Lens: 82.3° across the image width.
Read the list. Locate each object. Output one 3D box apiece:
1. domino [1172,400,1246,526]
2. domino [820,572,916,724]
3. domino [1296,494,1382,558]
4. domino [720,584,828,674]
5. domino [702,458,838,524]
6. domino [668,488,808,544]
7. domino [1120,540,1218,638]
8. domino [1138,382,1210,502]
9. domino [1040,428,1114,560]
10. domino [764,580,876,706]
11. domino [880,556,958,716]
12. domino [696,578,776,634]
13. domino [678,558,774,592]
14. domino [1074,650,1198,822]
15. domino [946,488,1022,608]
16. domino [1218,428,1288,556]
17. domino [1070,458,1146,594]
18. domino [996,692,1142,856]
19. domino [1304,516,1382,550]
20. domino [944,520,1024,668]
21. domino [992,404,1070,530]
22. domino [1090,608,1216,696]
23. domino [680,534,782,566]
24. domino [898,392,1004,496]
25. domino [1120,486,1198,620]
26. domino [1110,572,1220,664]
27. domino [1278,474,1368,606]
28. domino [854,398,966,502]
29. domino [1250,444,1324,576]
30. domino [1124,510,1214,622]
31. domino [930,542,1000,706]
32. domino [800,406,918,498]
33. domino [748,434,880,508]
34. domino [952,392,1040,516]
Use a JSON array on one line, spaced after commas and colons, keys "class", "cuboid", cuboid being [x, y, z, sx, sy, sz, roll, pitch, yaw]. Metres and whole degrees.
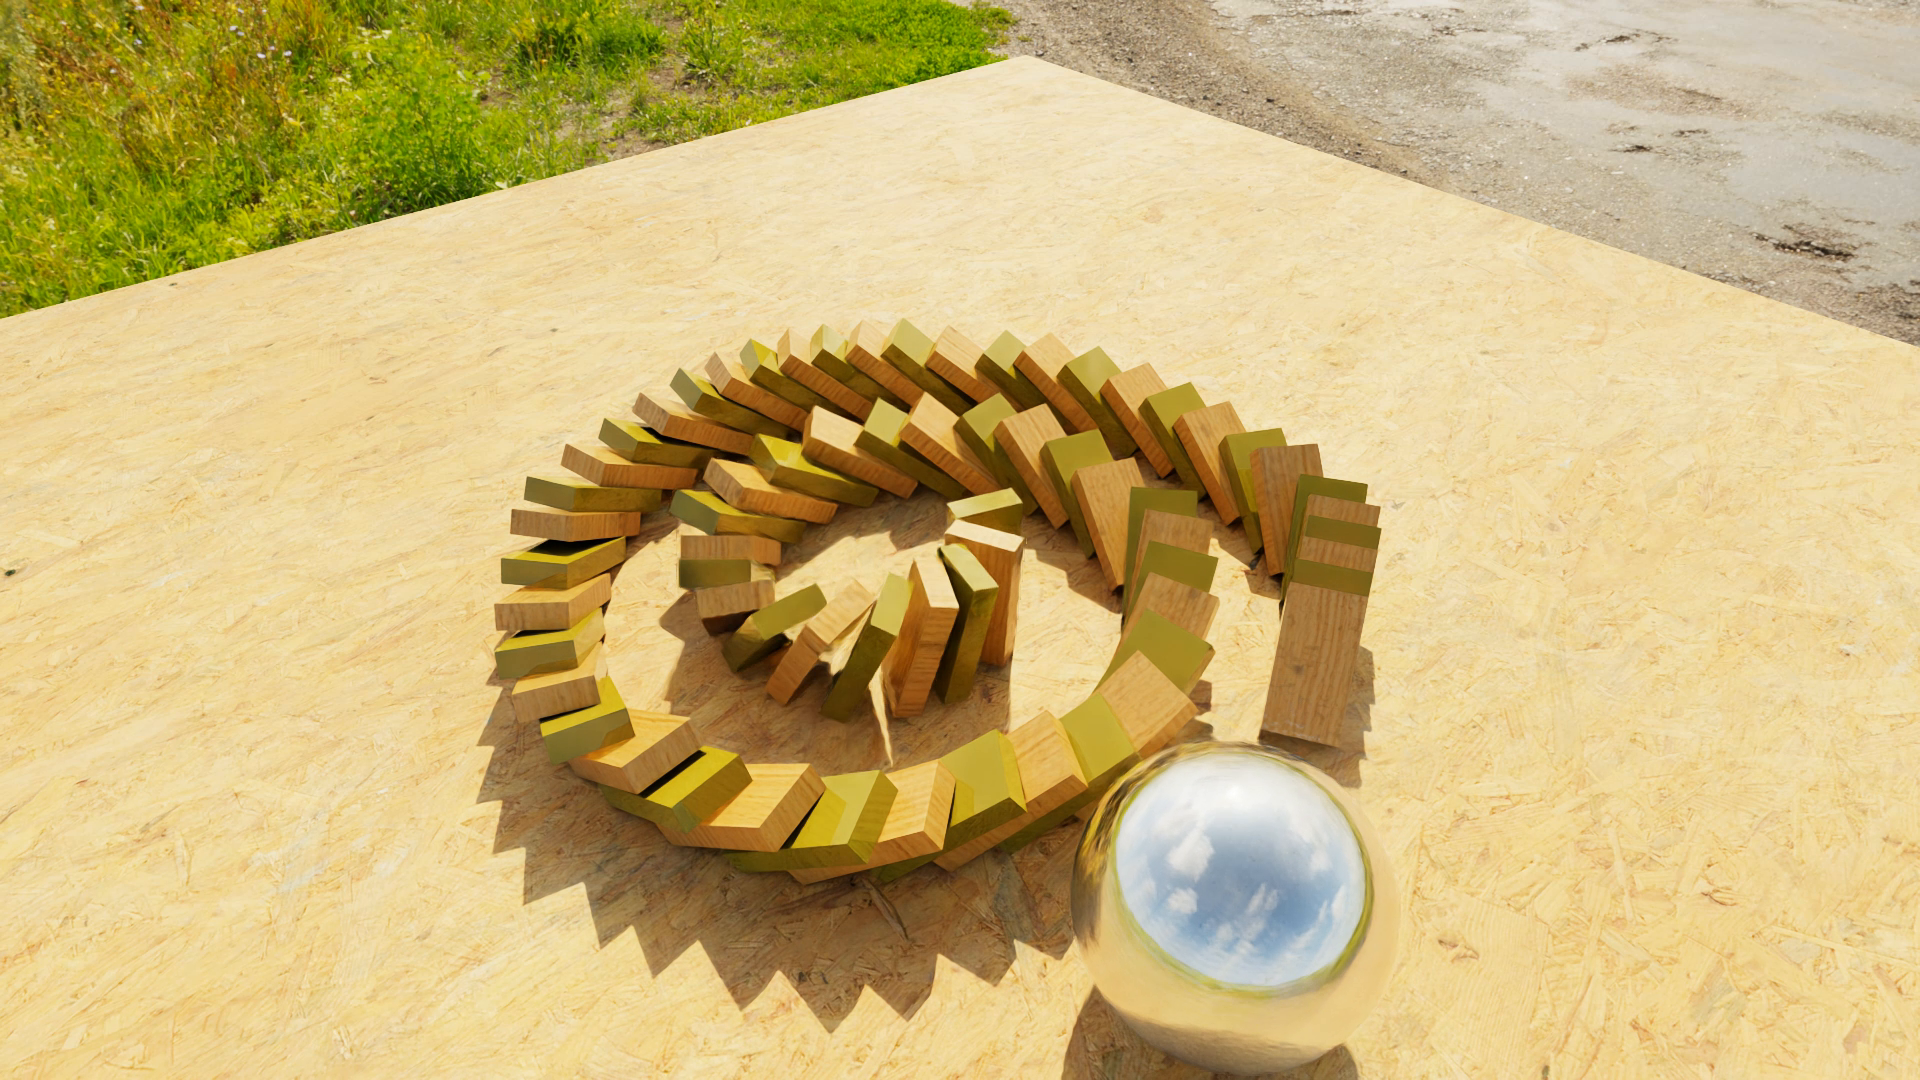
[{"class": "domino", "cuboid": [0.113, -0.033, 0.465, 0.025, 0.009, 0.050, -17, 72, -21]}, {"class": "domino", "cuboid": [-0.031, 0.037, 0.367, 0.010, 0.050, 0.025, 25, 41, -7]}, {"class": "domino", "cuboid": [0.136, 0.010, 0.404, 0.025, 0.050, 0.009, 11, -2, 14]}, {"class": "domino", "cuboid": [-0.064, 0.031, 0.377, 0.025, 0.050, 0.010, -27, 84, -29]}, {"class": "domino", "cuboid": [-0.076, -0.019, 0.446, 0.050, 0.010, 0.025, 10, 22, -49]}, {"class": "domino", "cuboid": [-0.086, -0.009, 0.433, 0.025, 0.009, 0.050, 27, 11, 30]}, {"class": "domino", "cuboid": [0.072, 0.028, 0.388, 0.025, 0.010, 0.050, 15, 77, 15]}, {"class": "domino", "cuboid": [0.102, -0.043, 0.478, 0.025, 0.009, 0.050, -21, 72, -24]}, {"class": "domino", "cuboid": [0.054, -0.019, 0.448, 0.025, 0.010, 0.050, -16, 72, -21]}, {"class": "domino", "cuboid": [-0.048, 0.035, 0.370, 0.009, 0.050, 0.025, 43, 50, 4]}, {"class": "domino", "cuboid": [-0.014, 0.033, 0.370, 0.009, 0.050, 0.025, 4, 37, -21]}, {"class": "domino", "cuboid": [-0.078, 0.024, 0.387, 0.025, 0.050, 0.010, -9, 81, -11]}, {"class": "domino", "cuboid": [-0.084, 0.014, 0.400, 0.025, 0.050, 0.009, -1, 83, -1]}, {"class": "domino", "cuboid": [0.048, 0.062, 0.347, 0.050, 0.010, 0.025, -44, 51, 0]}, {"class": "domino", "cuboid": [0.009, 0.007, 0.403, 0.025, 0.050, 0.009, -14, 40, -18]}, {"class": "domino", "cuboid": [0.126, -0.020, 0.450, 0.025, 0.009, 0.050, -9, 69, -10]}, {"class": "domino", "cuboid": [0.064, -0.006, 0.433, 0.025, 0.009, 0.050, -12, 70, -14]}, {"class": "domino", "cuboid": [0.029, 0.071, 0.337, 0.050, 0.009, 0.025, -35, 43, 6]}, {"class": "domino", "cuboid": [0.133, 0.018, 0.395, 0.025, 0.050, 0.009, 12, -2, 14]}, {"class": "domino", "cuboid": [0.007, 0.019, 0.387, 0.025, 0.050, 0.009, 15, 35, 17]}, {"class": "domino", "cuboid": [0.038, -0.031, 0.460, 0.025, 0.010, 0.050, -24, 76, -33]}, {"class": "domino", "cuboid": [0.059, 0.050, 0.361, 0.025, 0.009, 0.050, 30, 82, 29]}, {"class": "domino", "cuboid": [-0.085, 0.004, 0.413, 0.025, 0.010, 0.050, 0, -3, 3]}, {"class": "domino", "cuboid": [-0.001, -0.039, 0.469, 0.050, 0.009, 0.025, 37, 38, -12]}, {"class": "domino", "cuboid": [0.075, 0.006, 0.414, 0.025, 0.010, 0.050, 5, 76, 6]}, {"class": "domino", "cuboid": [0.067, 0.039, 0.374, 0.025, 0.009, 0.050, 21, 79, 21]}, {"class": "domino", "cuboid": [0.138, 0.002, 0.419, 0.025, 0.010, 0.050, 10, 77, 12]}, {"class": "domino", "cuboid": [-0.018, -0.039, 0.473, 0.050, 0.010, 0.025, 29, 40, -10]}, {"class": "domino", "cuboid": [0.132, -0.012, 0.434, 0.025, 0.009, 0.050, -5, 79, -8]}, {"class": "domino", "cuboid": [0.076, 0.016, 0.401, 0.025, 0.009, 0.050, 11, 77, 9]}, {"class": "domino", "cuboid": [-0.002, 0.029, 0.375, 0.009, 0.050, 0.025, -7, 38, -30]}, {"class": "domino", "cuboid": [-0.042, -0.038, 0.470, 0.050, 0.010, 0.025, 23, 33, -19]}, {"class": "domino", "cuboid": [-0.061, -0.029, 0.459, 0.050, 0.009, 0.025, 12, 27, -39]}, {"class": "domino", "cuboid": [0.023, -0.037, 0.468, 0.025, 0.009, 0.050, -35, 83, -37]}]
